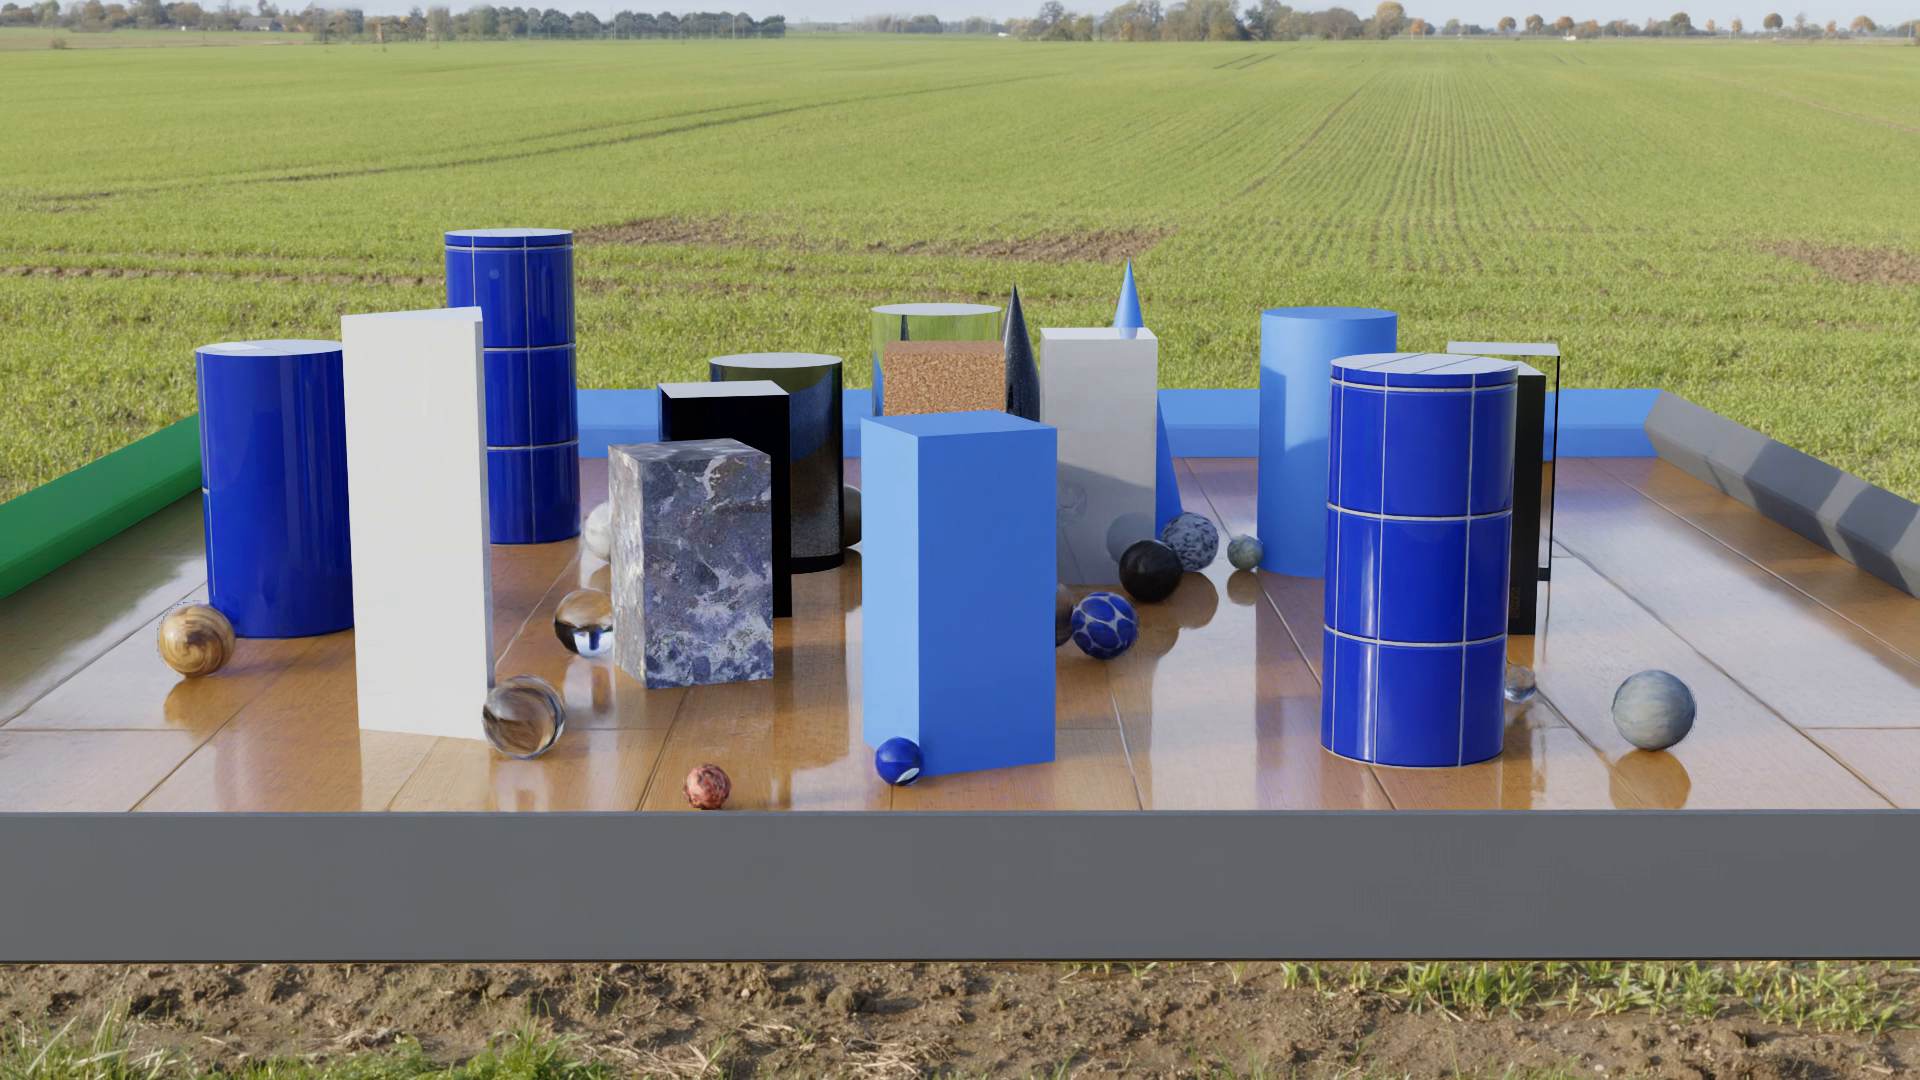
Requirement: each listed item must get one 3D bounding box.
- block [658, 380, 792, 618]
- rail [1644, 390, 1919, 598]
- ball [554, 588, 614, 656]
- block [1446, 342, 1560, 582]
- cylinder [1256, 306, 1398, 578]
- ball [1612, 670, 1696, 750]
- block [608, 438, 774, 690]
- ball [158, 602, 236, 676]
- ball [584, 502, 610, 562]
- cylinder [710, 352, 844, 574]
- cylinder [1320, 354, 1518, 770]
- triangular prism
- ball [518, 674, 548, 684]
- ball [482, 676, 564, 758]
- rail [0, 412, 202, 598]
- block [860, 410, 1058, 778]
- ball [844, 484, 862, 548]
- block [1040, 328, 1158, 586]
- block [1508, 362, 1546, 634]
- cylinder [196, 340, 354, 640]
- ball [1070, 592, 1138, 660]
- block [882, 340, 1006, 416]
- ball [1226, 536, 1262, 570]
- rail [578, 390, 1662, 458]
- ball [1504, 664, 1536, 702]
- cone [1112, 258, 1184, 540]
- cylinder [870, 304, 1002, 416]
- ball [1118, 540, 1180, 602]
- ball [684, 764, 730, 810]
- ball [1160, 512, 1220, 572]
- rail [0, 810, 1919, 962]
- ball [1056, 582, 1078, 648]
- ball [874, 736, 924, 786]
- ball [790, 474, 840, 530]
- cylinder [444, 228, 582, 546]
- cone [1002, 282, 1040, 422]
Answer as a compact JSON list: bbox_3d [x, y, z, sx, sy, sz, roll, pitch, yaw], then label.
[{"bbox_3d":[-0.318,-0.055,3.455,0.156,0.299,0.156,-2,11,-13],"label":"block"},{"bbox_3d":[1.299,0.031,3.456,0.045,0.127,2.754,0,11,0],"label":"rail"},{"bbox_3d":[-0.462,0.102,3.192,0.086,0.086,0.086,0,11,0],"label":"ball"},{"bbox_3d":[0.780,-0.117,3.720,0.156,0.324,0.156,2,11,11],"label":"block"},{"bbox_3d":[0.534,-0.146,3.747,0.195,0.372,0.195,0,11,0],"label":"cylinder"},{"bbox_3d":[0.745,0.183,2.756,0.086,0.086,0.086,0,11,0],"label":"ball"},{"bbox_3d":[-0.326,0.025,3.101,0.156,0.270,0.156,-4,11,-22],"label":"block"},{"bbox_3d":[-0.918,0.120,3.087,0.089,0.089,0.089,0,11,0],"label":"ball"},{"bbox_3d":[-0.507,-0.012,3.789,0.093,0.093,0.093,0,11,0],"label":"ball"},{"bbox_3d":[-0.269,-0.115,3.775,0.195,0.301,0.195,0,11,0],"label":"cylinder"},{"bbox_3d":[0.489,0.018,2.743,0.195,0.415,0.195,0,11,0],"label":"cylinder"},{"bbox_3d":[-0.566,-0.024,2.854,0.169,0.458,0.146,4,11,19],"label":"triangular prism"},{"bbox_3d":[-0.476,0.181,2.821,0.067,0.067,0.067,0,11,0],"label":"ball"},{"bbox_3d":[-0.464,0.188,2.724,0.087,0.087,0.087,0,11,0],"label":"ball"},{"bbox_3d":[-1.299,0.034,3.442,0.045,0.127,2.754,0,11,0],"label":"rail"},{"bbox_3d":[-0.002,0.052,2.723,0.156,0.356,0.156,-5,11,-23],"label":"block"},{"bbox_3d":[-0.181,-0.037,3.909,0.098,0.098,0.098,0,11,0],"label":"ball"},{"bbox_3d":[0.196,-0.122,3.679,0.156,0.349,0.156,0,11,-1],"label":"block"},{"bbox_3d":[0.667,-0.058,3.364,0.156,0.337,0.156,0,11,1],"label":"block"},{"bbox_3d":[-0.887,-0.069,3.350,0.195,0.365,0.195,0,11,0],"label":"cylinder"},{"bbox_3d":[0.178,0.106,3.179,0.084,0.084,0.084,0,11,0],"label":"ball"},{"bbox_3d":[-0.020,-0.073,3.376,0.156,0.363,0.156,0,11,0],"label":"block"},{"bbox_3d":[0.414,0.019,3.737,0.052,0.052,0.052,0,11,0],"label":"ball"},{"bbox_3d":[-0.008,-0.214,4.780,2.646,0.127,0.045,0,11,0],"label":"rail"},{"bbox_3d":[0.644,0.166,2.964,0.044,0.044,0.044,0,11,0],"label":"ball"},{"bbox_3d":[0.257,-0.214,3.938,0.195,0.436,0.195,0,11,0],"label":"cone"},{"bbox_3d":[-0.036,-0.166,3.872,0.195,0.365,0.195,0,11,0],"label":"cylinder"},{"bbox_3d":[0.260,0.042,3.518,0.085,0.085,0.085,0,11,0],"label":"ball"},{"bbox_3d":[-0.249,0.245,2.536,0.045,0.045,0.045,0,11,0],"label":"ball"},{"bbox_3d":[0.334,0.003,3.727,0.085,0.085,0.085,0,11,0],"label":"ball"},{"bbox_3d":[0.008,0.279,2.118,2.646,0.127,0.045,0,11,0],"label":"rail"},{"bbox_3d":[0.105,0.094,3.226,0.090,0.090,0.090,0,11,0],"label":"ball"},{"bbox_3d":[-0.062,0.226,2.622,0.050,0.050,0.050,0,11,0],"label":"ball"},{"bbox_3d":[-0.223,-0.059,4.045,0.091,0.091,0.091,0,11,0],"label":"ball"},{"bbox_3d":[-0.693,-0.241,3.982,0.195,0.471,0.195,0,11,0],"label":"cylinder"},{"bbox_3d":[0.093,-0.262,4.397,0.195,0.362,0.195,0,11,0],"label":"cone"}]
